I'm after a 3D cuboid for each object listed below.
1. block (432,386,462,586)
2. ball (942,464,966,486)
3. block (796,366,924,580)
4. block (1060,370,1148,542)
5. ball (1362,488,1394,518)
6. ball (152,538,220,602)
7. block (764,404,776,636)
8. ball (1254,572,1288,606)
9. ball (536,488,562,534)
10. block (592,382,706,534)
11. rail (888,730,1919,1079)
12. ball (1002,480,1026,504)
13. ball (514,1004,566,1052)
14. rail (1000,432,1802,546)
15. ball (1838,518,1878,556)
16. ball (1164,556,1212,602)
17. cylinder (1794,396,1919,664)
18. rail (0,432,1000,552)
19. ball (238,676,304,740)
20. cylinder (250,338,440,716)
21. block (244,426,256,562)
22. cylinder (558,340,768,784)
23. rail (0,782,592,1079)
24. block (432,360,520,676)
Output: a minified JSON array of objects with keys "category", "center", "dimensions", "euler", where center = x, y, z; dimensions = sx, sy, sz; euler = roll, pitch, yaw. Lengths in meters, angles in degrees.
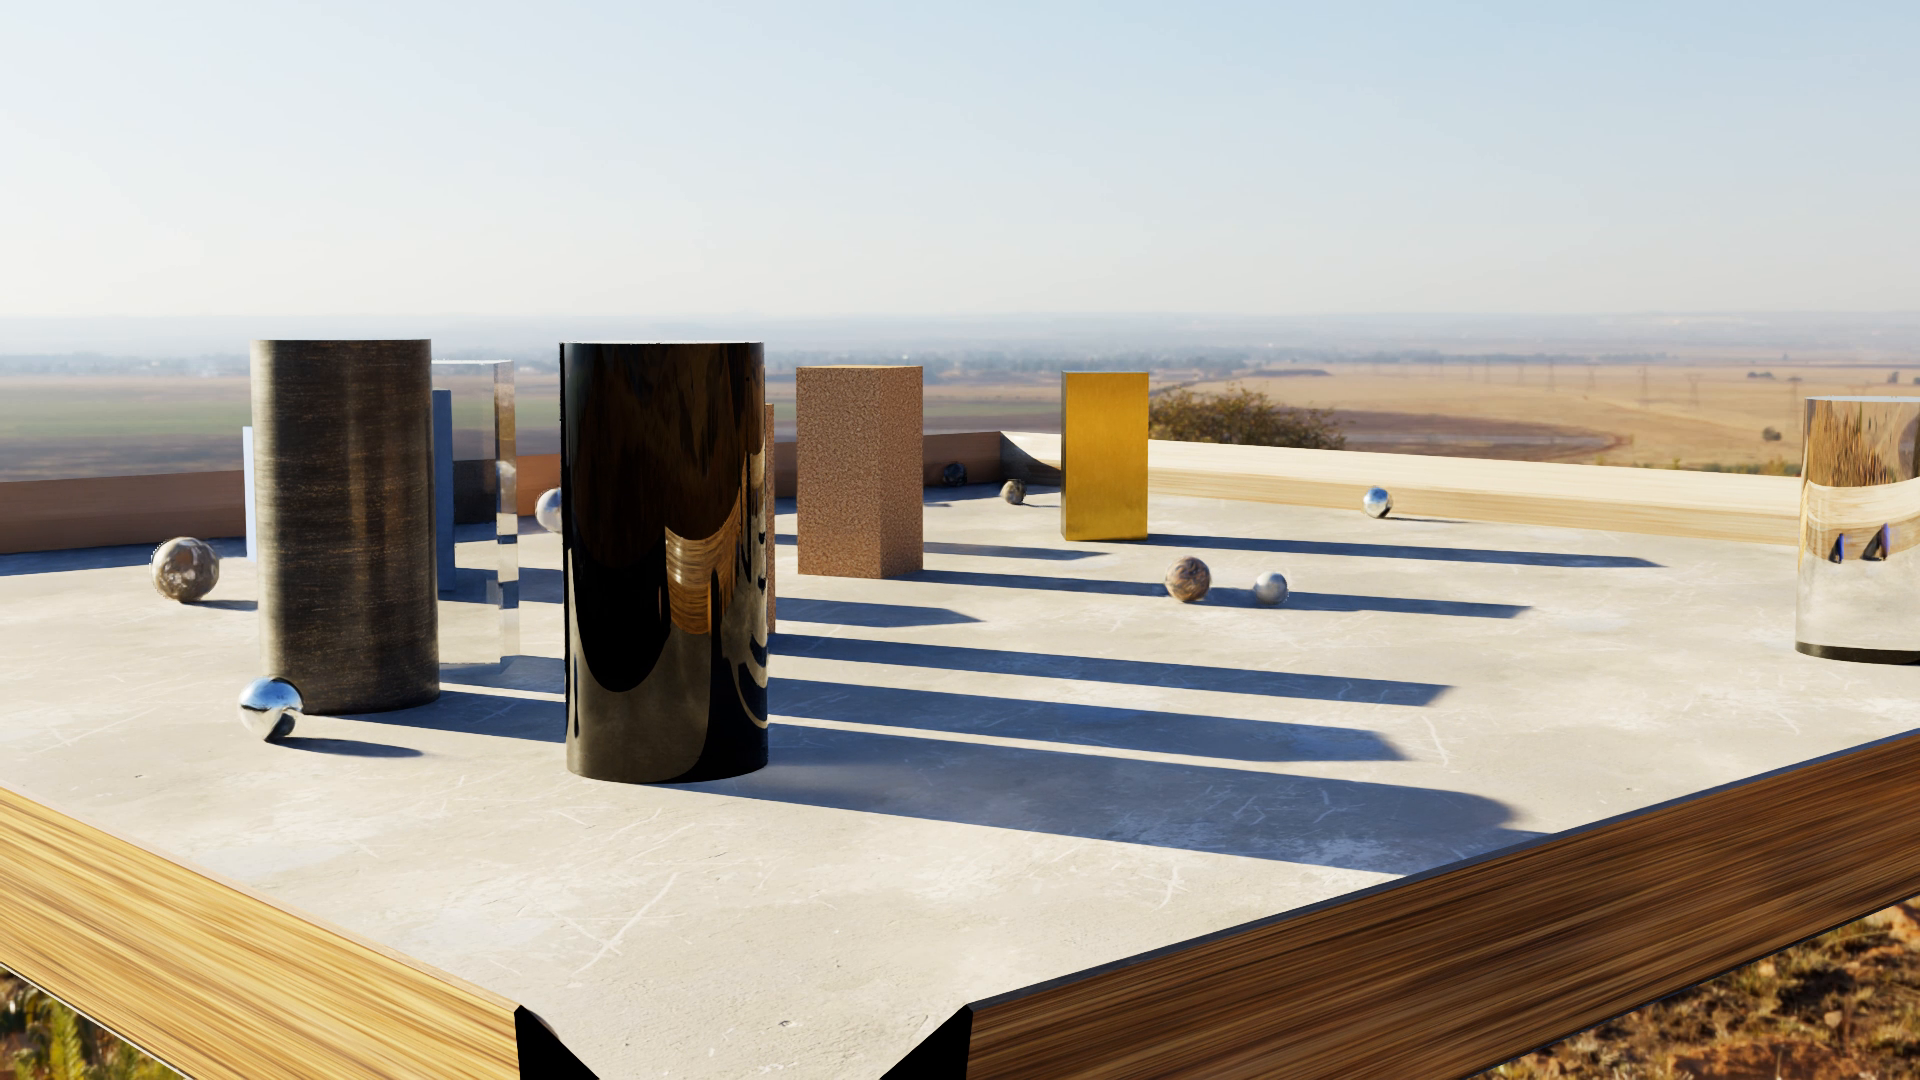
[{"category":"block","center":[-0.914,-0.090,3.613],"dimensions":[0.158,0.319,0.158],"euler":[-2,6,-22]},{"category":"ball","center":[-0.014,-0.164,5.574],"dimensions":[0.058,0.058,0.058],"euler":[0,6,0]},{"category":"block","center":[-0.169,-0.120,3.744],"dimensions":[0.158,0.350,0.158],"euler":[3,7,25]},{"category":"block","center":[0.283,-0.168,4.326],"dimensions":[0.158,0.326,0.158],"euler":[0,6,-1]},{"category":"ball","center":[0.898,-0.080,4.729],"dimensions":[0.066,0.066,0.066],"euler":[0,6,0]},{"category":"ball","center":[-1.188,0.045,3.375],"dimensions":[0.099,0.099,0.099],"euler":[0,6,0]},{"category":"block","center":[-0.359,-0.025,2.992],"dimensions":[0.158,0.317,0.158],"euler":[3,6,23]},{"category":"ball","center":[0.472,0.073,3.334],"dimensions":[0.051,0.051,0.051],"euler":[0,6,0]},{"category":"ball","center":[-0.805,-0.059,4.413],"dimensions":[0.090,0.090,0.090],"euler":[0,6,0]},{"category":"block","center":[-0.623,-0.165,4.421],"dimensions":[0.158,0.299,0.158],"euler":[4,7,33]},{"category":"rail","center":[1.152,0.163,2.090],"dimensions":[3.469,0.129,0.045],"euler":[-5,8,-42]},{"category":"ball","center":[0.124,-0.109,5.063],"dimensions":[0.055,0.055,0.055],"euler":[0,6,0]},{"category":"ball","center":[-0.247,0.286,1.171],"dimensions":[0.077,0.077,0.077],"euler":[0,6,0]},{"category":"rail","center":[1.257,-0.087,4.486],"dimensions":[0.045,0.129,3.445],"euler":[-5,8,-42]},{"category":"ball","center":[1.637,-0.006,4.013],"dimensions":[0.067,0.067,0.067],"euler":[0,6,0]},{"category":"ball","center":[0.349,0.059,3.372],"dimensions":[0.071,0.071,0.071],"euler":[0,6,0]},{"category":"cylinder","center":[1.195,-0.017,2.855],"dimensions":[0.198,0.331,0.198],"euler":[0,6,0]},{"category":"rail","center":[-1.152,-0.096,4.574],"dimensions":[3.469,0.129,0.045],"euler":[-5,8,-42]},{"category":"ball","center":[-0.717,0.175,2.290],"dimensions":[0.066,0.066,0.066],"euler":[0,6,0]},{"category":"cylinder","center":[-0.699,-0.022,2.504],"dimensions":[0.198,0.413,0.198],"euler":[0,6,0]},{"category":"block","center":[-1.163,-0.080,3.902],"dimensions":[0.158,0.239,0.158],"euler":[-4,7,-35]},{"category":"cylinder","center":[-0.289,0.014,2.152],"dimensions":[0.198,0.414,0.198],"euler":[0,6,0]},{"category":"rail","center":[-1.257,0.154,2.178],"dimensions":[0.045,0.129,3.445],"euler":[-5,8,-42]},{"category":"block","center":[-0.647,-0.032,2.753],"dimensions":[0.158,0.381,0.158],"euler":[0,6,-3]}]
